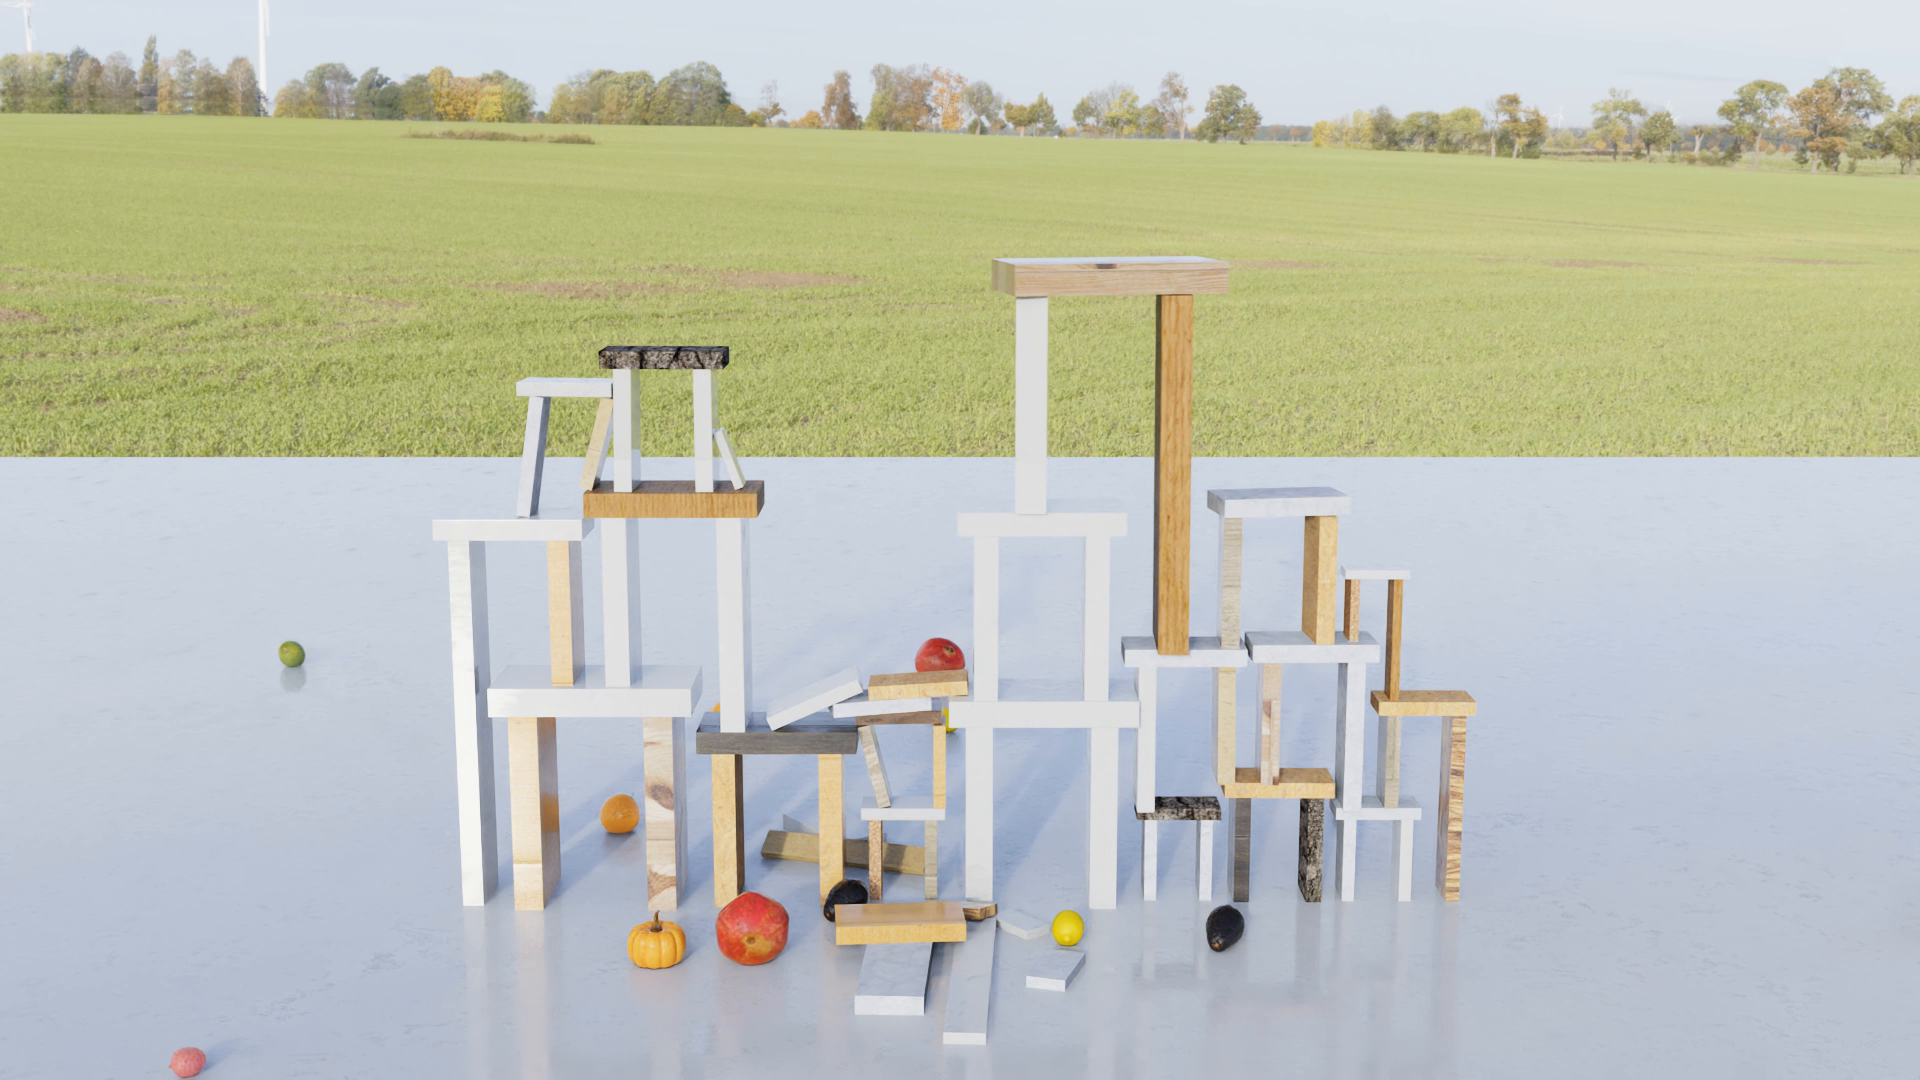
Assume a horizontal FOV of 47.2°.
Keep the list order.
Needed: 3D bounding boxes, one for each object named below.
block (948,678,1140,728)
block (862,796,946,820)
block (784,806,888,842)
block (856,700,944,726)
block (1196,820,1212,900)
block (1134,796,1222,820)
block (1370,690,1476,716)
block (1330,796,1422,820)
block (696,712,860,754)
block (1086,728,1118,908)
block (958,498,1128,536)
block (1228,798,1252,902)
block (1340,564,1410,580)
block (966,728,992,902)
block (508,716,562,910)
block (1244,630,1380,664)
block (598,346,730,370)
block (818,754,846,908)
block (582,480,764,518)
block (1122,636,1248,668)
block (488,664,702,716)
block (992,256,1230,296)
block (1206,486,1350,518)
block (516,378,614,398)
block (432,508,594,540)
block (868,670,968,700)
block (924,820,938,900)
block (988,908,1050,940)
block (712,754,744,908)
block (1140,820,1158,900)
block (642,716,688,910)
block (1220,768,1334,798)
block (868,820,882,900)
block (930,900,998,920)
[{"bbox_3d":[0.135,0.267,3.612,0.306,0.043,0.153,0,11,0],"label":"block"},{"bbox_3d":[-0.093,0.444,3.645,0.138,0.020,0.069,0,11,0],"label":"block"},{"bbox_3d":[-0.226,0.523,3.955,0.099,0.028,0.199,-7,13,-33],"label":"block"},{"bbox_3d":[-0.099,0.284,3.619,0.140,0.020,0.070,-1,11,2],"label":"block"},{"bbox_3d":[0.406,0.522,3.659,0.020,0.138,0.069,0,11,0],"label":"block"},{"bbox_3d":[0.360,0.445,3.644,0.138,0.020,0.069,0,11,0],"label":"block"},{"bbox_3d":[0.760,0.267,3.610,0.158,0.022,0.079,0,11,0],"label":"block"},{"bbox_3d":[0.687,0.443,3.641,0.139,0.020,0.070,0,11,0],"label":"block"},{"bbox_3d":[-0.297,0.317,3.619,0.259,0.037,0.130,0,11,0],"label":"block"},{"bbox_3d":[0.234,0.439,3.644,0.043,0.306,0.153,0,11,1],"label":"block"},{"bbox_3d":[0.131,-0.036,3.550,0.269,0.038,0.135,0,11,0],"label":"block"},{"bbox_3d":[0.464,0.501,3.655,0.025,0.179,0.090,0,11,0],"label":"block"},{"bbox_3d":[0.673,0.052,3.569,0.103,0.015,0.051,0,11,1],"label":"block"},{"bbox_3d":[0.031,0.439,3.644,0.043,0.306,0.153,0,11,0],"label":"block"},{"bbox_3d":[-0.703,0.430,3.641,0.046,0.326,0.163,0,11,0],"label":"block"},{"bbox_3d":[0.573,0.174,3.589,0.204,0.029,0.102,0,11,-1],"label":"block"},{"bbox_3d":[-0.471,-0.291,3.508,0.195,0.028,0.098,0,11,0],"label":"block"},{"bbox_3d":[-0.211,0.463,3.646,0.037,0.259,0.130,0,11,0],"label":"block"},{"bbox_3d":[-0.459,-0.067,3.552,0.275,0.039,0.138,0,11,0],"label":"block"},{"bbox_3d":[0.365,0.182,3.590,0.197,0.028,0.099,0,11,0],"label":"block"},{"bbox_3d":[-0.595,0.247,3.607,0.326,0.046,0.163,0,11,0],"label":"block"},{"bbox_3d":[0.236,-0.420,3.494,0.344,0.049,0.172,-2,11,-11],"label":"block"},{"bbox_3d":[0.515,-0.061,3.559,0.208,0.029,0.104,-2,11,-9],"label":"block"},{"bbox_3d":[-0.624,-0.244,3.511,0.151,0.021,0.076,1,11,3],"label":"block"},{"bbox_3d":[-0.720,-0.026,3.556,0.238,0.034,0.119,0,11,0],"label":"block"},{"bbox_3d":[-0.068,0.238,3.609,0.161,0.023,0.081,-3,11,1],"label":"block"},{"bbox_3d":[-0.048,0.522,3.660,0.020,0.138,0.069,0,11,0],"label":"block"},{"bbox_3d":[0.093,0.613,3.509,0.048,0.014,0.096,-8,13,-38],"label":"block"},{"bbox_3d":[-0.384,0.463,3.646,0.037,0.259,0.130,0,11,0],"label":"block"},{"bbox_3d":[0.314,0.522,3.658,0.020,0.138,0.069,0,11,0],"label":"block"},{"bbox_3d":[-0.486,0.430,3.641,0.046,0.326,0.163,0,11,0],"label":"block"},{"bbox_3d":[0.523,0.401,3.635,0.179,0.025,0.090,0,11,1],"label":"block"},{"bbox_3d":[-0.140,0.522,3.660,0.020,0.138,0.069,0,11,0],"label":"block"},{"bbox_3d":[-0.006,0.594,3.536,0.119,0.017,0.059,-2,-1,30],"label":"block"}]
